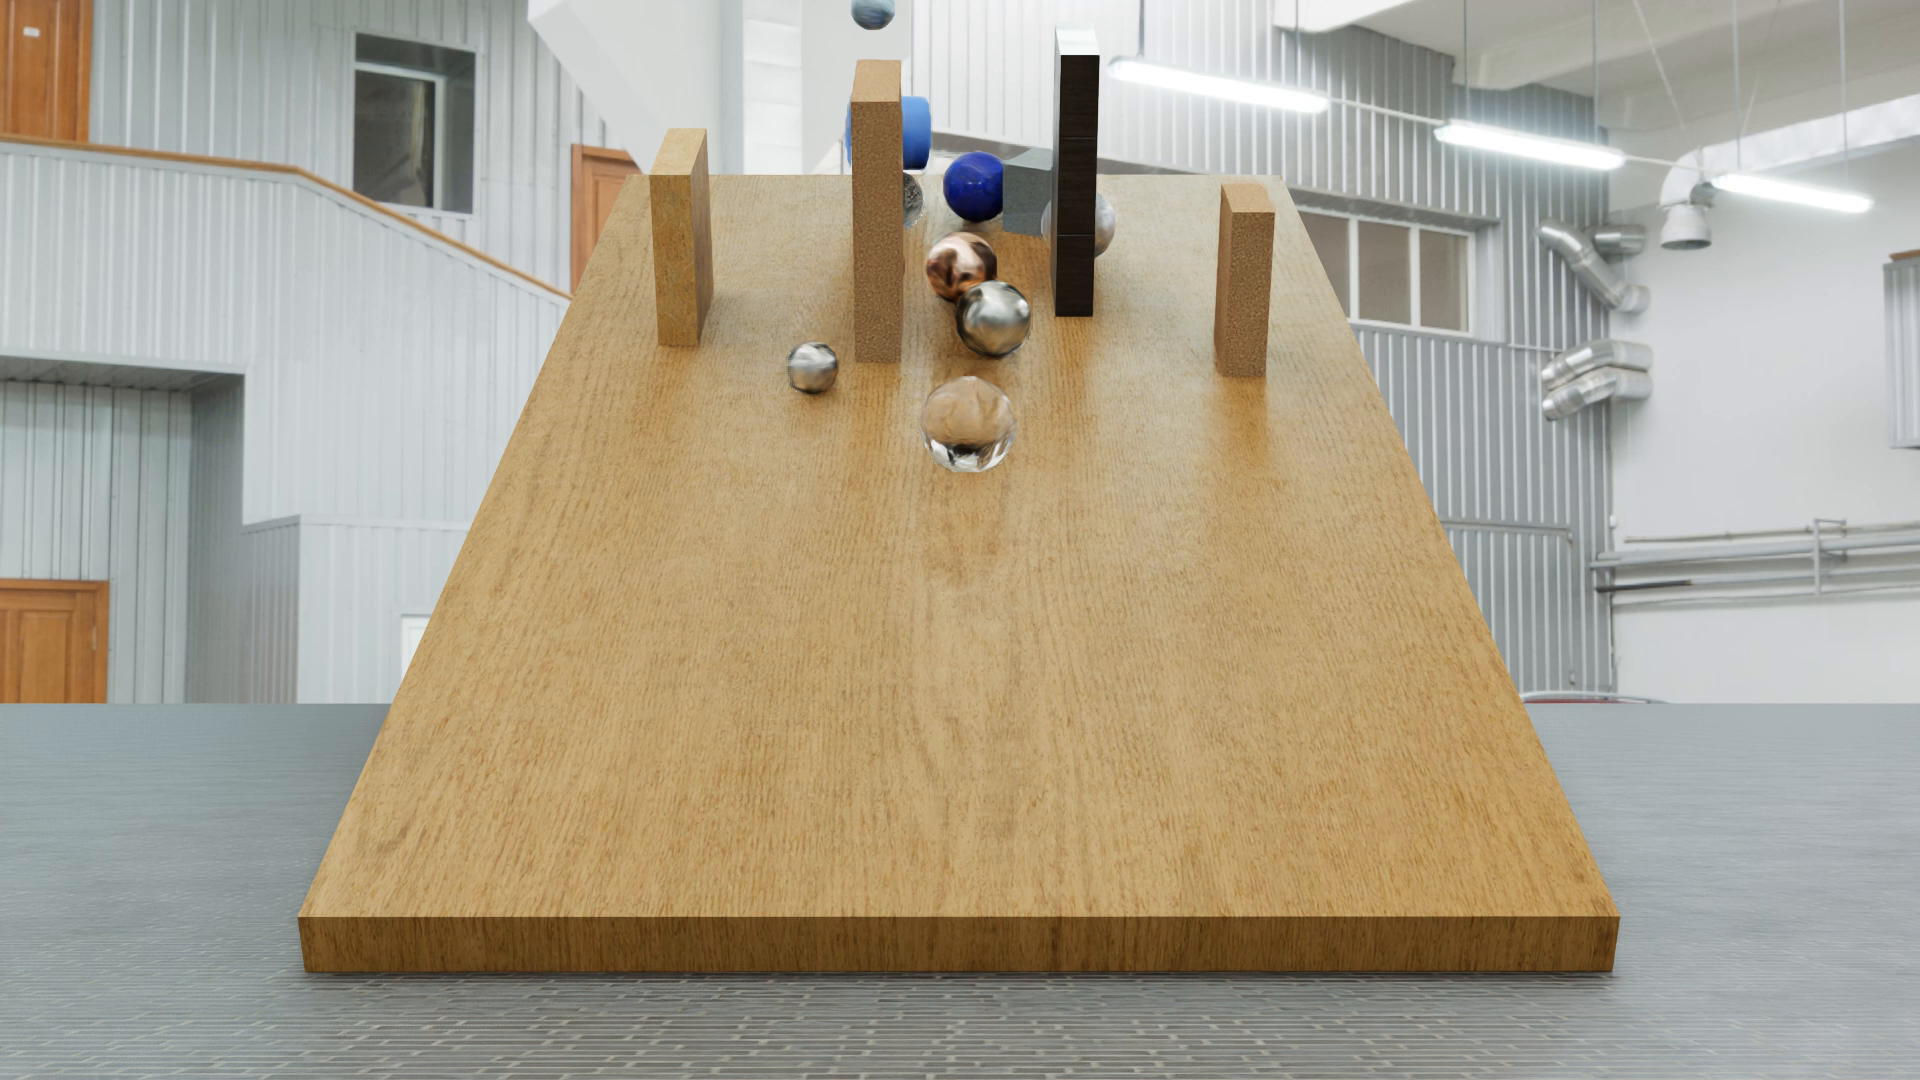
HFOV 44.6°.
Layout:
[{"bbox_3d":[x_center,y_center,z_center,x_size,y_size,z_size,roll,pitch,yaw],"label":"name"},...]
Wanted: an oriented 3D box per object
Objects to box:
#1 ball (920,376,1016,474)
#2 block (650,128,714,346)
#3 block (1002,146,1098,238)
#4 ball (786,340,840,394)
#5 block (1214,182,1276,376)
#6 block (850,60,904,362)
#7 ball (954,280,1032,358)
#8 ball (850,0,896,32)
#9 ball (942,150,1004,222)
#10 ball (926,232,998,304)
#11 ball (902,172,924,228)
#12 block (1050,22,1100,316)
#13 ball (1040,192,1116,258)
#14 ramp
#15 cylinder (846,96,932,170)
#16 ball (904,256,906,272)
[{"bbox_3d":[0.017,-0.249,5.047,0.210,0.210,0.210,0,-4,0],"label":"ball"},{"bbox_3d":[-0.698,-0.769,5.896,0.098,0.434,0.425,0,25,0],"label":"block"},{"bbox_3d":[0.254,-0.981,6.636,0.199,0.199,0.199,13,28,25],"label":"block"},{"bbox_3d":[-0.345,-0.404,5.481,0.124,0.124,0.124,0,-4,0],"label":"ball"},{"bbox_3d":[0.682,-0.628,5.632,0.099,0.408,0.245,0,25,0],"label":"block"},{"bbox_3d":[-0.199,-0.810,5.739,0.110,0.644,0.416,0,25,0],"label":"block"},{"bbox_3d":[0.081,-0.538,5.698,0.186,0.186,0.186,0,-4,0],"label":"ball"},{"bbox_3d":[-0.255,-1.557,6.846,0.133,0.133,0.133,0,-4,0],"label":"ball"},{"bbox_3d":[0.050,-1.011,6.697,0.201,0.201,0.201,0,-4,0],"label":"ball"},{"bbox_3d":[0.005,-0.703,6.049,0.187,0.187,0.187,0,-4,0],"label":"ball"},{"bbox_3d":[-0.186,-0.963,6.630,0.168,0.168,0.168,0,-4,0],"label":"ball"},{"bbox_3d":[0.292,-0.952,6.008,0.096,0.675,0.353,0,25,0],"label":"block"},{"bbox_3d":[0.322,-0.857,6.365,0.204,0.204,0.204,0,-4,0],"label":"ball"},{"bbox_3d":[-0.009,-0.229,5.373,2.000,0.100,4.000,0,25,0],"label":"ramp"},{"bbox_3d":[-0.207,-1.170,6.717,0.208,0.208,0.208,-2,-3,-13],"label":"cylinder"},{"bbox_3d":[-0.199,-0.715,6.079,0.121,0.121,0.121,0,-4,0],"label":"ball"}]
